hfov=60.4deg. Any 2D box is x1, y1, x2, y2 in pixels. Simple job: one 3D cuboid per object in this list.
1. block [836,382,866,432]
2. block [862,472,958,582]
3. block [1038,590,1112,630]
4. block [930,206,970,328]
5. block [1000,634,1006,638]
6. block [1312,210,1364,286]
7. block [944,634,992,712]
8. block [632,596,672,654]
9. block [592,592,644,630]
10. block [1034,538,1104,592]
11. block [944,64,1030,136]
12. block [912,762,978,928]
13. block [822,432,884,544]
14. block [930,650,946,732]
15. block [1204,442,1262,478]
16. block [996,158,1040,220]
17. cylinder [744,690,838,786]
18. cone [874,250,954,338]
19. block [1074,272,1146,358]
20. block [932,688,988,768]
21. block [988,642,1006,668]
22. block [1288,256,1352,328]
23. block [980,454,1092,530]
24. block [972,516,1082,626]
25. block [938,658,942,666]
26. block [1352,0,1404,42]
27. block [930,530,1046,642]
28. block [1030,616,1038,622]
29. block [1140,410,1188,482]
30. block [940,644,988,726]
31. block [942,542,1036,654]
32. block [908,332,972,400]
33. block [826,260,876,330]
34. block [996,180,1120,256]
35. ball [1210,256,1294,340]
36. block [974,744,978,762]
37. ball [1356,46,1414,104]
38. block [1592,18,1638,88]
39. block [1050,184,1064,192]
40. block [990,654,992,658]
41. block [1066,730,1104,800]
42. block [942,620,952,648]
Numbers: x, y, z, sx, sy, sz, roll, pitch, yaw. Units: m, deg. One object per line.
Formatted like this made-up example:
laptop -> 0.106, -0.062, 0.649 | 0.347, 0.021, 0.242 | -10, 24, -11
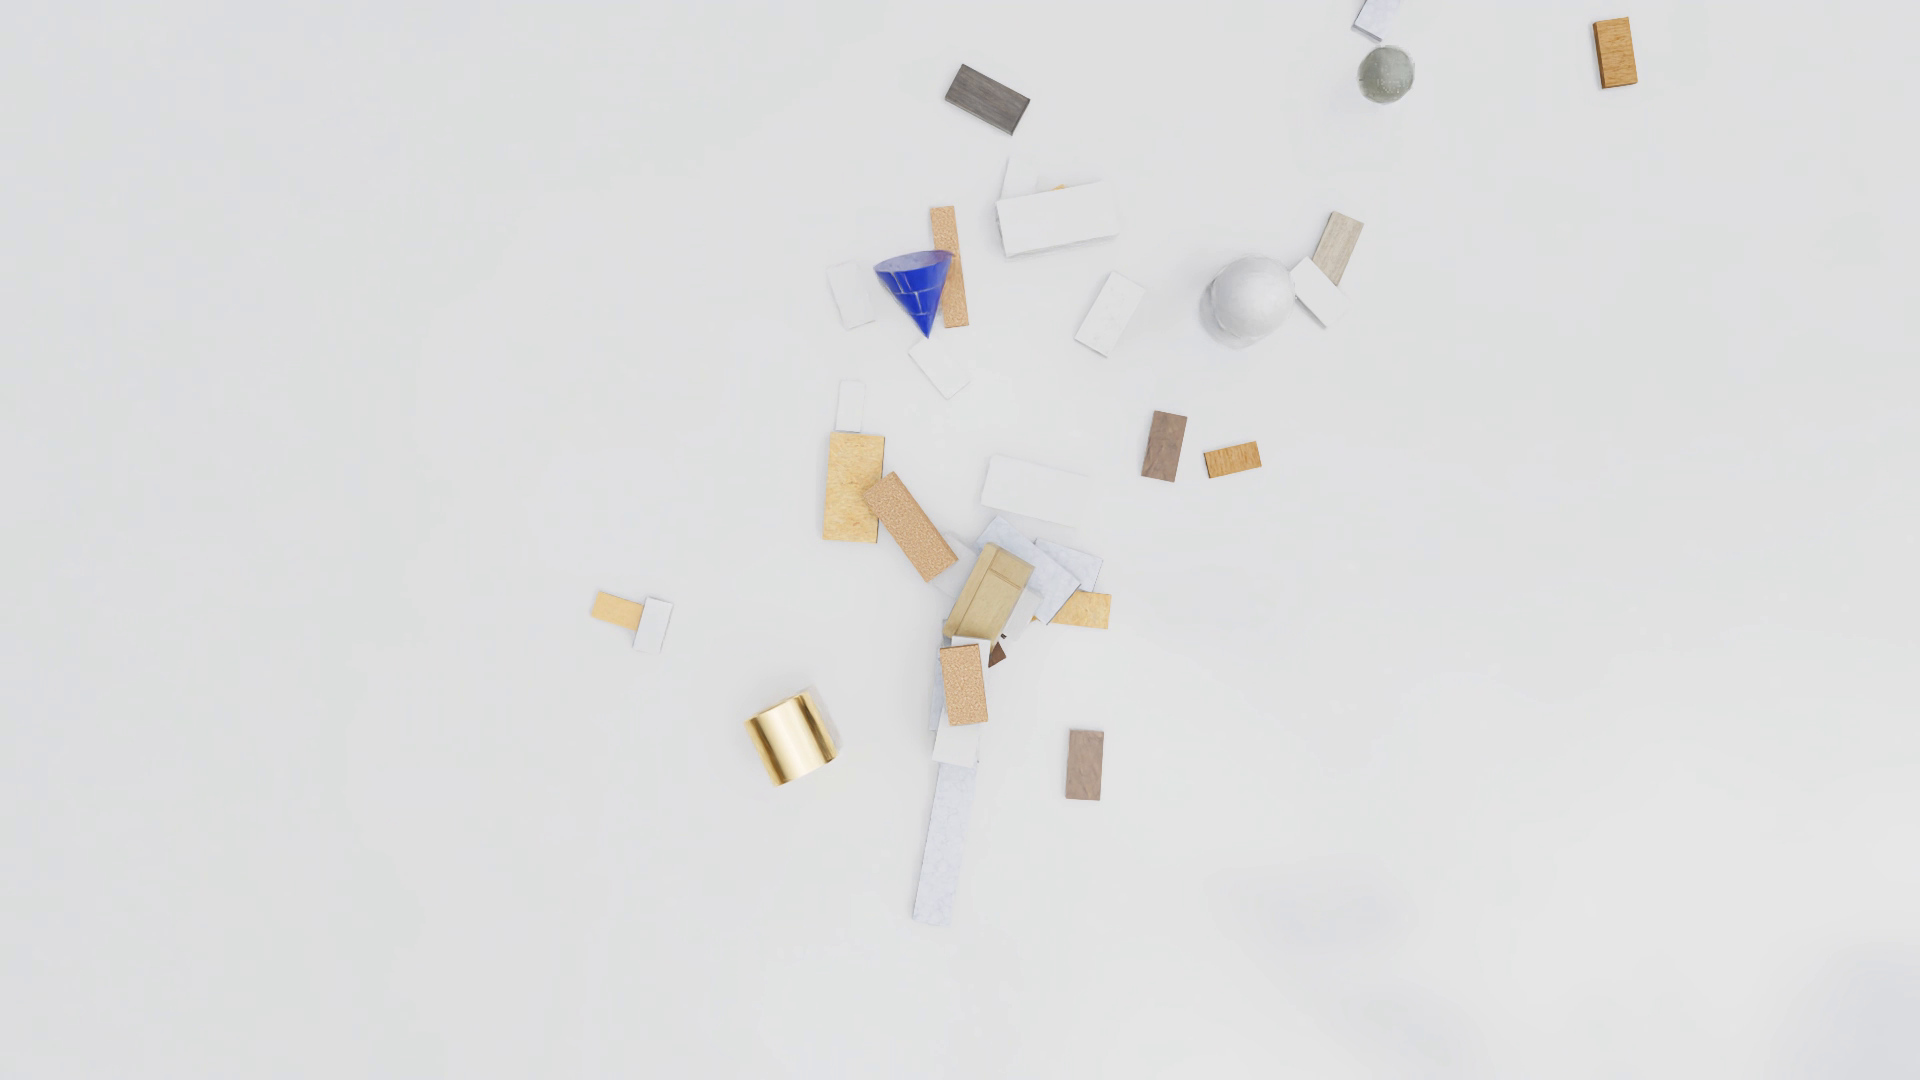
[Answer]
block -> -0.363, -0.443, 5.489 | 0.081, 0.023, 0.162 | 7, 90, 0
block -> -0.164, -0.043, 5.409 | 0.128, 0.036, 0.360 | -36, 90, 21
block -> 0.383, 0.226, 5.484 | 0.229, 0.032, 0.114 | 7, 90, 0
block -> -0.035, -0.909, 5.489 | 0.081, 0.023, 0.398 | -7, 90, 0
block -> 0.160, 0.282, 5.494 | 0.045, 0.013, 0.091 | 41, 90, 0
block -> 1.247, -0.969, 5.484 | 0.111, 0.031, 0.222 | 23, 90, 0
block -> 0.025, 0.439, 5.340 | 0.125, 0.035, 0.249 | 6, 95, 3
block -> -1.022, 0.285, 5.472 | 0.088, 0.025, 0.175 | 16, 90, -21
block -> -1.130, 0.239, 5.488 | 0.176, 0.025, 0.088 | 18, 90, 0
block -> 0.348, 0.083, 5.468 | 0.229, 0.032, 0.114 | 19, 90, 8
block -> 0.092, -1.463, 5.482 | 0.256, 0.036, 0.128 | 28, 90, 0
block -> -0.048, 1.000, 5.482 | 0.125, 0.035, 0.554 | 10, 90, 0
block -> -0.352, -0.172, 5.475 | 0.178, 0.050, 0.355 | 4, 90, 0
block -> -0.021, 0.501, 5.438 | 0.134, 0.038, 0.267 | 6, 82, 0
block -> 0.908, -0.267, 5.488 | 0.175, 0.025, 0.088 | -13, 90, 0
block -> 0.193, -1.155, 5.485 | 0.104, 0.029, 0.207 | 13, 90, 0
cylinder -> -0.550, 0.647, 5.383 | 0.233, 0.233, 0.233 | -25, 90, 0
cone -> -0.128, -0.787, 5.422 | 0.266, 0.266, 0.266 | -11, 111, 0
block -> 0.498, -0.749, 5.482 | 0.128, 0.036, 0.256 | 30, 90, 0
block -> 0.000, 0.600, 5.386 | 0.134, 0.038, 0.267 | 12, 82, 1
block -> 0.083, 0.338, 5.467 | 0.081, 0.023, 0.161 | -28, 90, -37
block -> 1.182, -0.822, 5.464 | 0.111, 0.031, 0.222 | -44, 95, 12
block -> 0.252, -0.159, 5.476 | 0.341, 0.048, 0.171 | 14, 90, 0
block -> 0.206, 0.099, 5.439 | 0.356, 0.050, 0.178 | 40, 90, 10
block -> -0.033, 0.414, 5.391 | 0.045, 0.013, 0.091 | -20, 125, 10
block -> 1.414, -1.794, 5.485 | 0.109, 0.031, 0.246 | 29, 90, 0
block -> 0.074, 0.151, 5.413 | 0.385, 0.048, 0.171 | 35, 108, 12
block -> 0.195, 0.202, 5.467 | 0.081, 0.023, 0.161 | -24, 78, -1
block -> 0.679, -0.311, 5.484 | 0.111, 0.031, 0.222 | 12, 90, 0
block -> 0.013, 0.466, 5.308 | 0.125, 0.035, 0.249 | -7, 95, 5
block -> 0.092, 0.195, 5.361 | 0.171, 0.048, 0.341 | 30, 107, 13
block -> -0.069, -0.578, 5.485 | 0.103, 0.029, 0.207 | -39, 90, 0
block -> -0.362, -0.813, 5.485 | 0.103, 0.029, 0.207 | -19, 90, 0
block -> 0.321, -1.061, 5.449 | 0.380, 0.050, 0.178 | -11, 91, -2
ball -> 0.951, -0.789, 5.365 | 0.269, 0.269, 0.269 | 0, 90, 0
block -> -0.005, 0.600, 5.462 | 0.134, 0.038, 0.267 | 3, 82, 0
ball -> 1.394, -1.522, 5.408 | 0.185, 0.185, 0.185 | 0, 90, 0
block -> 2.179, -1.619, 5.485 | 0.109, 0.031, 0.218 | -8, 90, 0
block -> 0.348, -1.094, 5.489 | 0.081, 0.023, 0.162 | -31, 90, 0
block -> 0.059, 0.361, 5.357 | 0.091, 0.013, 0.045 | 45, 101, -1
block -> 0.414, 0.747, 5.484 | 0.114, 0.032, 0.229 | 3, 90, 0
block -> -0.017, 0.338, 5.443 | 0.081, 0.023, 0.161 | 0, 56, -4
